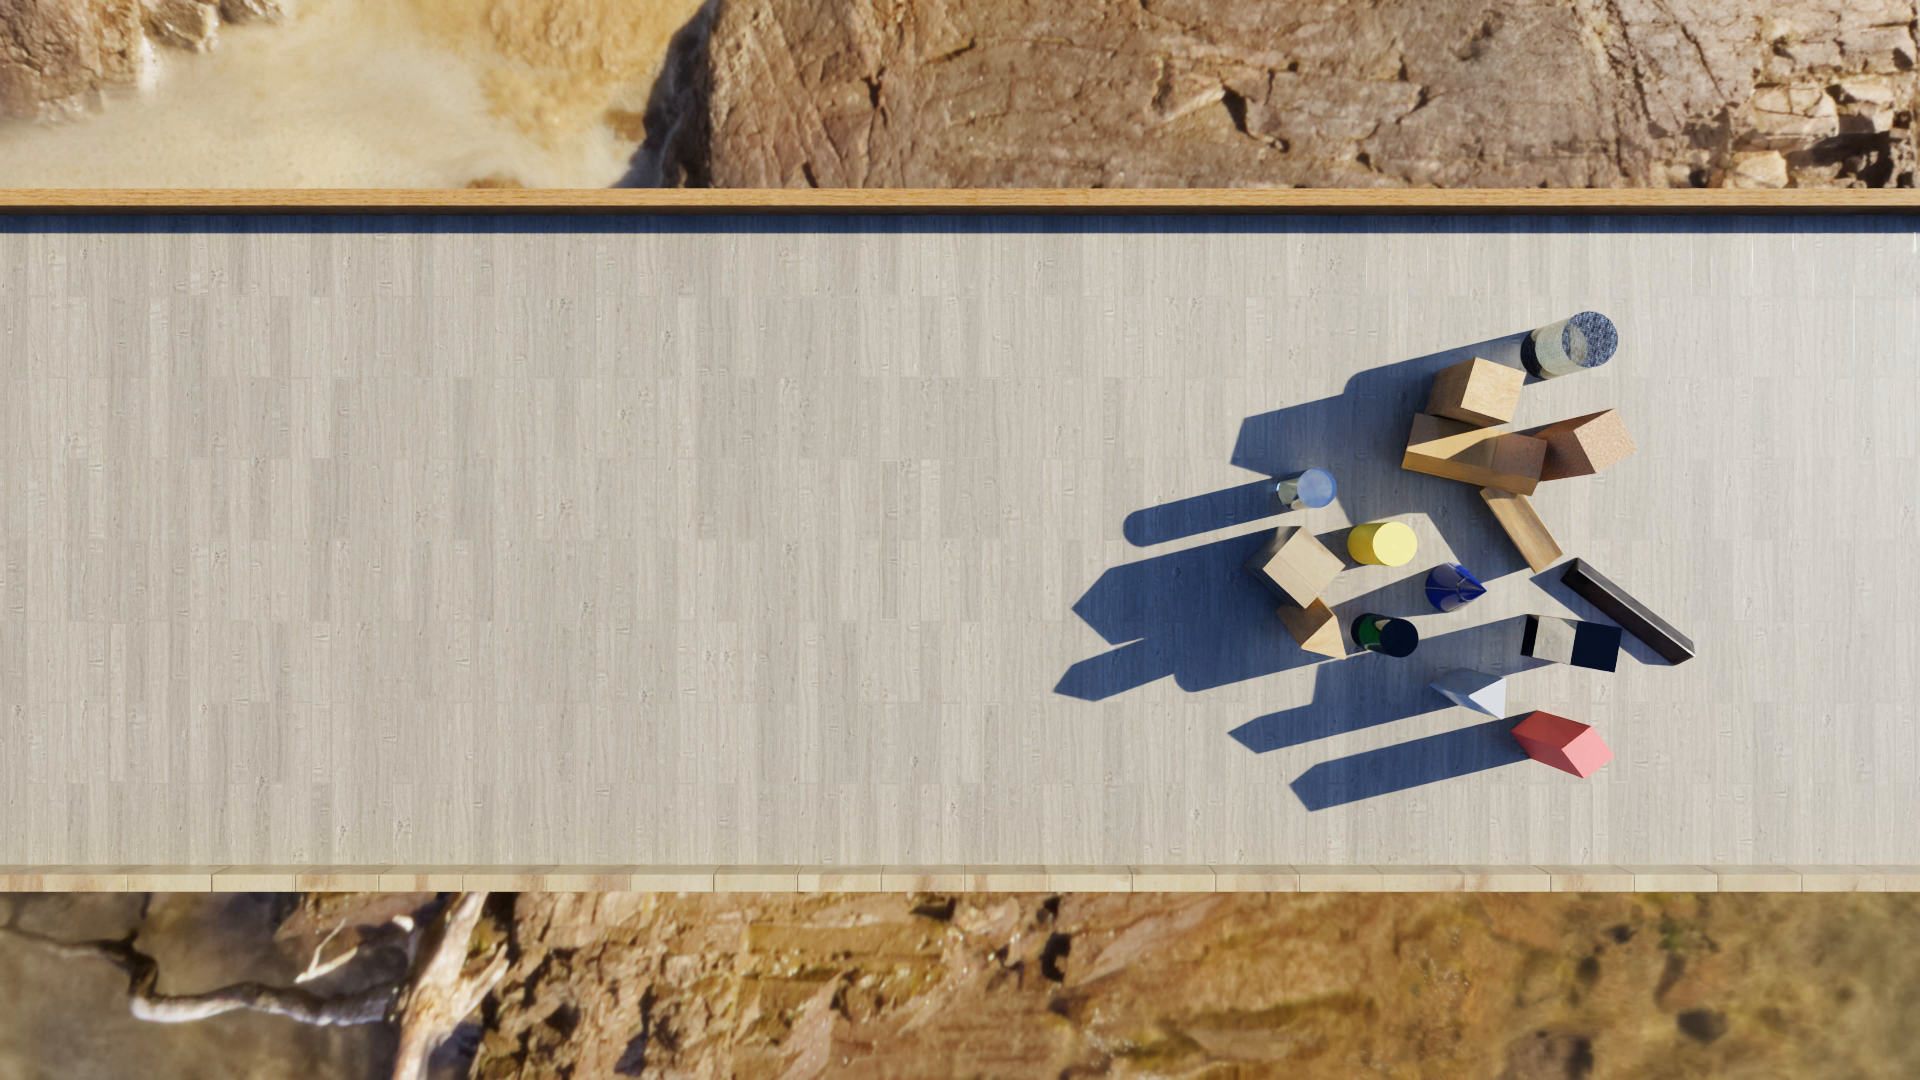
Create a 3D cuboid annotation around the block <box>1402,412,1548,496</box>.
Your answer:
[{"bbox_3d":[1.542,-0.257,4.953,0.388,0.129,0.129,14,72,13],"label":"block"}]

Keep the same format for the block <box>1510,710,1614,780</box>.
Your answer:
[{"bbox_3d":[1.767,0.598,4.858,0.107,0.437,0.107,-38,90,0],"label":"block"}]

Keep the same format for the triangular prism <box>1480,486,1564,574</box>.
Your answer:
[{"bbox_3d":[1.685,-0.044,5.006,0.094,0.108,0.301,-34,90,-35],"label":"triangular prism"}]

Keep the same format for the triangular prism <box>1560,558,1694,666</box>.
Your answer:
[{"bbox_3d":[2.050,0.220,5.036,0.439,0.078,0.090,37,90,0],"label":"triangular prism"}]

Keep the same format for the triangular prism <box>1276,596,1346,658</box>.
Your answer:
[{"bbox_3d":[1.042,0.226,4.850,0.130,0.436,0.112,14,101,-2],"label":"triangular prism"}]

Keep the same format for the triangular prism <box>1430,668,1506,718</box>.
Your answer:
[{"bbox_3d":[1.520,0.434,4.877,0.115,0.398,0.100,34,90,0],"label":"triangular prism"}]

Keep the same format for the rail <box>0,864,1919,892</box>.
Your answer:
[{"bbox_3d":[-2.247,1.025,5.001,12.000,0.150,0.050,0,90,0],"label":"rail"}]

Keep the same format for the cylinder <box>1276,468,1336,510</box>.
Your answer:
[{"bbox_3d":[1.033,-0.150,4.925,0.116,0.304,0.116,0,90,0],"label":"cylinder"}]

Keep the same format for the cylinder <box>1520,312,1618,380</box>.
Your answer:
[{"bbox_3d":[1.805,-0.575,4.902,0.162,0.349,0.162,0,90,0],"label":"cylinder"}]

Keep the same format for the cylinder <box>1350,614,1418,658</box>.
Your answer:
[{"bbox_3d":[1.259,0.281,4.902,0.112,0.348,0.112,0,90,0],"label":"cylinder"}]

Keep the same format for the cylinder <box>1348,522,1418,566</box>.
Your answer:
[{"bbox_3d":[1.256,0.012,4.918,0.128,0.317,0.128,0,90,0],"label":"cylinder"}]

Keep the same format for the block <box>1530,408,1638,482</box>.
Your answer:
[{"bbox_3d":[1.828,-0.278,4.883,0.138,0.380,0.138,-28,90,-3],"label":"block"}]

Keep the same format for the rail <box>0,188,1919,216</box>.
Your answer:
[{"bbox_3d":[-2.247,-1.025,5.002,12.000,0.150,0.050,0,90,0],"label":"rail"}]

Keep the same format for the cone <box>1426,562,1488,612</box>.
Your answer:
[{"bbox_3d":[1.508,0.146,4.896,0.154,0.361,0.154,0,90,0],"label":"cone"}]

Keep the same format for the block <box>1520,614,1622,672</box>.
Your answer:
[{"bbox_3d":[1.799,0.301,4.870,0.129,0.412,0.129,10,90,0],"label":"block"}]

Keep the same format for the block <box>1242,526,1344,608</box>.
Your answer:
[{"bbox_3d":[0.987,0.078,4.907,0.169,0.337,0.169,43,90,0],"label":"block"}]

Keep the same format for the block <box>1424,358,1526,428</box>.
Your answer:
[{"bbox_3d":[1.519,-0.428,4.886,0.149,0.382,0.149,17,90,0],"label":"block"}]
